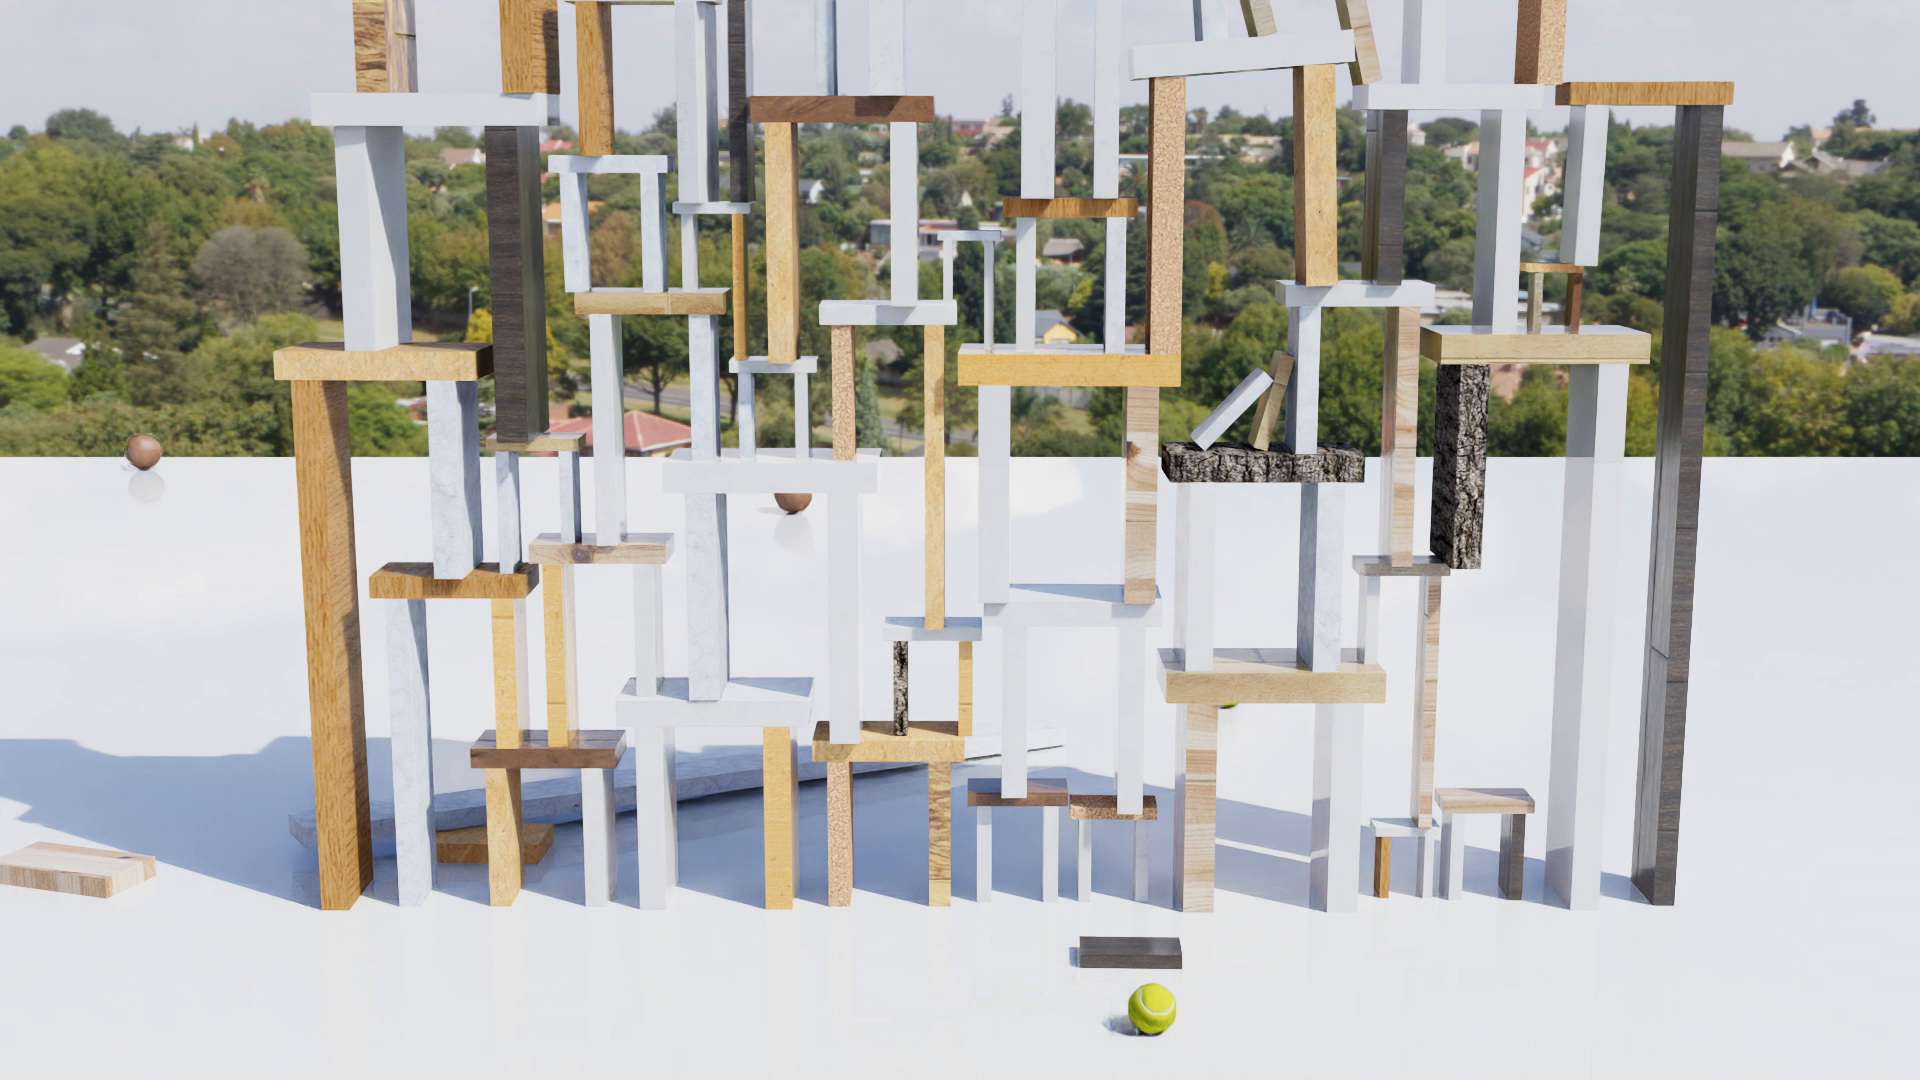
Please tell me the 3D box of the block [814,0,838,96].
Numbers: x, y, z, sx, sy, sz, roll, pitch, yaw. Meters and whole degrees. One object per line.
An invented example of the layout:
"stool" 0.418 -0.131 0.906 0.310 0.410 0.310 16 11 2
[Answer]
"block" -0.208 -0.787 3.417 0.027 0.193 0.096 0 11 1

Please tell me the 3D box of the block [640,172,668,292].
"block" -0.482 -0.487 3.471 0.026 0.185 0.092 0 11 1

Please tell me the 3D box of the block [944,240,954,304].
"block" -0.019 -0.426 3.481 0.014 0.099 0.049 0 11 1

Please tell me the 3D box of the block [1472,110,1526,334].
"block" 0.847 -0.502 3.460 0.038 0.343 0.134 0 11 -1

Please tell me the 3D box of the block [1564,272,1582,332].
"block" 0.972 -0.378 3.484 0.013 0.091 0.045 2 11 2

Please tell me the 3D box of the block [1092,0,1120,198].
"block" 0.228 -0.790 3.409 0.037 0.511 0.132 1 10 3

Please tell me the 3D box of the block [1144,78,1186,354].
"block" 0.323 -0.512 3.465 0.047 0.422 0.167 0 10 2

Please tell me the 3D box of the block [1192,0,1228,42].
"block" 0.379 -0.901 3.389 0.037 0.264 0.132 -4 10 2

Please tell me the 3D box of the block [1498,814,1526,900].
"block" 0.918 0.516 3.659 0.021 0.149 0.075 0 11 0

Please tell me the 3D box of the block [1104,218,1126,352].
"block" 0.245 -0.406 3.480 0.030 0.210 0.105 0 10 2

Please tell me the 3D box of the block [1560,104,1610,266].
"block" 0.985 -0.561 3.474 0.035 0.247 0.123 2 11 4

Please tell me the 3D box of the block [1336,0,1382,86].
"block" 0.601 -0.849 3.400 0.030 0.287 0.106 -13 10 3

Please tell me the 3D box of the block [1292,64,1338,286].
"block" 0.555 -0.571 3.443 0.047 0.334 0.167 -2 10 3

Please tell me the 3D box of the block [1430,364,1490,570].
"block" 0.802 -0.128 3.535 0.046 0.326 0.163 0 11 -1

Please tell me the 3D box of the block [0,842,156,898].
"block" -1.509 0.560 3.738 0.245 0.035 0.122 4 11 19

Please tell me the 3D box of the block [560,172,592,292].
"block" -0.606 -0.487 3.471 0.026 0.184 0.092 -1 11 1

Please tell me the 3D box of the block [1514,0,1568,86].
"block" 0.901 -0.841 3.399 0.038 0.271 0.135 0 11 -1

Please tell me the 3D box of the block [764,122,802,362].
"block" -0.279 -0.471 3.469 0.040 0.369 0.140 0 11 0

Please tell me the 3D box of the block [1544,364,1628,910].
"block" 1.020 0.150 3.589 0.046 0.894 0.163 0 11 0

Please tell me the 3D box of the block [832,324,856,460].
"block" -0.185 -0.242 3.517 0.030 0.215 0.108 0 11 1

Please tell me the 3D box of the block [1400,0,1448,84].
"block" 0.719 -0.841 3.397 0.038 0.271 0.135 0 11 -1

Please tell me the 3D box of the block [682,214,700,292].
"block" -0.425 -0.455 3.471 0.017 0.121 0.061 0 11 2

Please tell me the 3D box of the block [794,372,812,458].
"block" -0.250 -0.203 3.523 0.020 0.138 0.069 0 11 2

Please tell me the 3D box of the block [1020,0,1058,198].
"block" 0.124 -0.791 3.416 0.050 0.510 0.177 1 10 3

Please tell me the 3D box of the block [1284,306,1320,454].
"block" 0.546 -0.261 3.507 0.033 0.232 0.116 0 11 0

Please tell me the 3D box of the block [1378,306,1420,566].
"block" 0.703 -0.172 3.524 0.033 0.414 0.116 0 11 0

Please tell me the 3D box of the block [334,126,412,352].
"block" -0.929 -0.481 3.488 0.049 0.347 0.173 1 11 5

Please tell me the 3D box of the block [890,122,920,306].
"block" -0.086 -0.514 3.459 0.040 0.281 0.140 0 11 1

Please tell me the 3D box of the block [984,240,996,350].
"block" 0.047 -0.390 3.492 0.014 0.173 0.050 1 10 4

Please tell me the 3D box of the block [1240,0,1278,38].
"block" 0.442 -0.882 3.395 0.030 0.211 0.106 -15 10 3

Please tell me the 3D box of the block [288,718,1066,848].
"block" -0.480 0.451 4.203 1.553 0.035 0.122 -5 9 -30

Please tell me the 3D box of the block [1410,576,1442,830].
"block" 0.765 0.260 3.612 0.021 0.425 0.073 0 11 0

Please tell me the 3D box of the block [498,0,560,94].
"block" -0.665 -0.859 3.388 0.048 0.337 0.168 1 11 4

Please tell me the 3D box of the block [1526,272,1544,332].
"block" 0.911 -0.378 3.484 0.013 0.091 0.045 0 11 2

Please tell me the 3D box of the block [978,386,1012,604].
"block" 0.056 -0.086 3.546 0.049 0.346 0.173 0 10 2

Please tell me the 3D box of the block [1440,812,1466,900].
"block" 0.819 0.516 3.659 0.021 0.149 0.075 0 11 0

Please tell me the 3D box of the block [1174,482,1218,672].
"block" 0.380 0.046 3.563 0.043 0.306 0.153 0 11 -2

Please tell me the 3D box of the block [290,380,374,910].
"block" -1.021 0.164 3.588 0.045 0.868 0.158 0 11 -1

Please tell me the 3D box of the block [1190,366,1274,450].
"block" 0.434 -0.211 3.525 0.022 0.155 0.077 43 7 -8

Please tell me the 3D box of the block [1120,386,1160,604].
"block" 0.288 -0.085 3.539 0.049 0.346 0.173 0 10 2

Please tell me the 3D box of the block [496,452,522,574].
"block" -0.728 -0.050 3.553 0.021 0.198 0.074 0 11 1

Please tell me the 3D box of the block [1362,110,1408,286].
"block" 0.666 -0.539 3.451 0.038 0.268 0.134 0 11 0

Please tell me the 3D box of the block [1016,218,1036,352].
"block" 0.104 -0.408 3.486 0.030 0.210 0.105 0 10 2

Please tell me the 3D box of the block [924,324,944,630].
"block" -0.040 -0.106 3.540 0.030 0.489 0.108 0 11 0

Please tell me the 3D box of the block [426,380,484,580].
"block" -0.811 -0.108 3.538 0.045 0.316 0.158 0 11 0

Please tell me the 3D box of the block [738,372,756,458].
"block" -0.341 -0.203 3.522 0.020 0.138 0.069 0 11 0

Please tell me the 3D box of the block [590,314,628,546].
"block" -0.562 -0.182 3.522 0.033 0.368 0.116 0 11 0

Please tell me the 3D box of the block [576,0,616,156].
"block" -0.568 -0.718 3.428 0.033 0.232 0.116 0 11 2

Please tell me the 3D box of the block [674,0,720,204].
"block" -0.409 -0.681 3.430 0.033 0.304 0.116 2 11 9

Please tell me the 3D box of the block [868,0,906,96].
"block" -0.112 -0.866 3.395 0.050 0.355 0.177 0 11 1

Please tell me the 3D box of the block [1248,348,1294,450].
"block" 0.498 -0.225 3.524 0.022 0.155 0.077 15 10 -3

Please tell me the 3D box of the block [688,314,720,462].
"block" -0.407 -0.249 3.513 0.033 0.232 0.116 0 11 0

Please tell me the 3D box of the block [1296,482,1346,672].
"block" 0.584 0.046 3.564 0.043 0.306 0.153 0 11 -1

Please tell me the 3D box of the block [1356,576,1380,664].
"block" 0.666 0.123 3.587 0.021 0.147 0.073 0 11 0

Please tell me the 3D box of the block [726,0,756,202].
"block" -0.342 -0.708 3.434 0.027 0.355 0.096 0 11 2

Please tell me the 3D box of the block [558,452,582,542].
"block" -0.629 -0.075 3.547 0.021 0.148 0.074 0 11 -1

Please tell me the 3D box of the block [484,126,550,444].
"block" -0.699 -0.407 3.480 0.049 0.488 0.173 0 11 1

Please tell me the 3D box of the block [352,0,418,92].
"block" -0.891 -0.861 3.397 0.048 0.337 0.168 1 11 2

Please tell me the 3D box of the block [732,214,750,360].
"block" -0.347 -0.402 3.479 0.017 0.229 0.061 0 11 1

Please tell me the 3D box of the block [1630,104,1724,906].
"block" 1.156 -0.045 3.554 0.035 1.291 0.123 0 11 0
